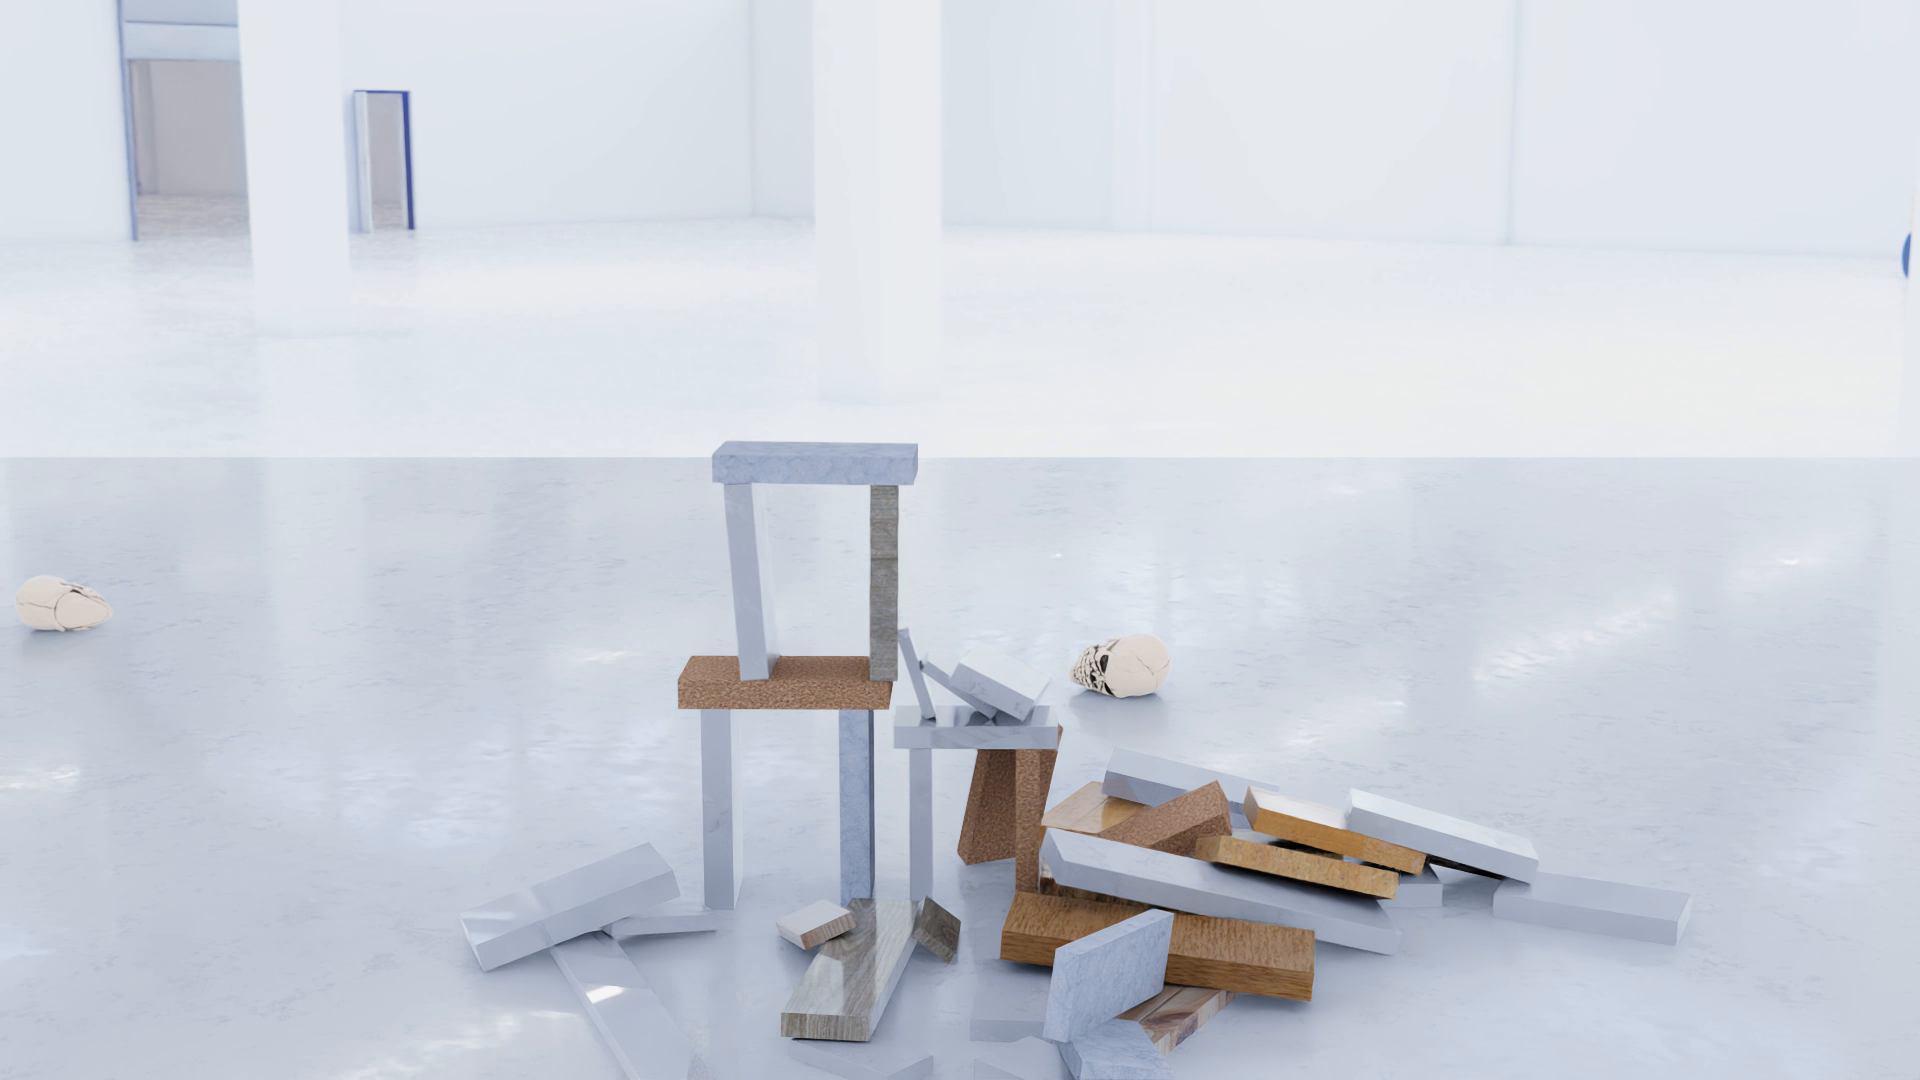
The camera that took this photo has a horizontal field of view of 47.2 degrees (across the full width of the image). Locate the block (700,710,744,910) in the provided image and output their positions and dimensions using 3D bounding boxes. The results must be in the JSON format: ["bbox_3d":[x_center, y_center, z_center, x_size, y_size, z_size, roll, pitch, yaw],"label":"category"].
[{"bbox_3d":[-0.393,0.423,3.643,0.048,0.338,0.169,0,11,0],"label":"block"}]

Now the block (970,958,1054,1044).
[{"bbox_3d":[0.081,0.664,3.179,0.115,0.033,0.230,1,11,5],"label":"block"}]

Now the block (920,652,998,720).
[{"bbox_3d":[-0.002,0.239,3.622,0.141,0.020,0.071,35,8,-8],"label":"block"}]

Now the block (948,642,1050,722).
[{"bbox_3d":[0.069,0.233,3.654,0.135,0.038,0.271,27,8,5],"label":"block"}]

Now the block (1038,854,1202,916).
[{"bbox_3d":[0.274,0.550,3.514,0.292,0.041,0.146,6,11,3],"label":"block"}]

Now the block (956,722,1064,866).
[{"bbox_3d":[0.085,0.432,3.789,0.135,0.271,0.038,-5,33,-27],"label":"block"}]

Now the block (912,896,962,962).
[{"bbox_3d":[-0.036,0.605,3.425,0.071,0.020,0.141,37,10,-4],"label":"block"}]

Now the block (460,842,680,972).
[{"bbox_3d":[-0.610,0.569,3.434,0.317,0.045,0.158,-19,15,-18],"label":"block"}]

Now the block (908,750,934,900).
[{"bbox_3d":[-0.063,0.458,3.650,0.038,0.266,0.133,0,11,0],"label":"block"}]

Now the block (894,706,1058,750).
[{"bbox_3d":[0.026,0.308,3.624,0.266,0.038,0.133,0,11,0],"label":"block"}]

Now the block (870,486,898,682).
[{"bbox_3d":[-0.123,0.055,3.563,0.045,0.317,0.158,0,11,-2],"label":"block"}]

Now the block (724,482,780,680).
[{"bbox_3d":[-0.337,0.054,3.566,0.045,0.317,0.158,-4,10,2],"label":"block"}]

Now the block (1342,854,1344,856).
[{"bbox_3d":[0.533,0.543,3.827,0.244,0.035,0.122,-5,12,-24],"label":"block"}]

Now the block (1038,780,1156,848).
[{"bbox_3d":[0.253,0.506,4.008,0.146,0.041,0.292,5,12,25],"label":"block"}]

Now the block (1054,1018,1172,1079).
[{"bbox_3d":[0.194,0.665,2.854,0.115,0.033,0.230,8,2,-7],"label":"block"}]

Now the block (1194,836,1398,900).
[{"bbox_3d":[0.533,0.523,3.505,0.292,0.041,0.146,13,-11,-7],"label":"block"}]

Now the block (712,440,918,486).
[{"bbox_3d":[-0.229,-0.124,3.533,0.317,0.045,0.158,1,11,2],"label":"block"}]

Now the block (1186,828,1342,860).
[{"bbox_3d":[0.479,0.526,3.679,0.287,0.041,0.144,-2,11,-8],"label":"block"}]

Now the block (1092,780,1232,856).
[{"bbox_3d":[0.309,0.501,3.657,0.287,0.041,0.144,-25,13,10],"label":"block"}]

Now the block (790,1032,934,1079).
[{"bbox_3d":[-0.134,0.702,2.993,0.182,0.026,0.091,9,14,40],"label":"block"}]

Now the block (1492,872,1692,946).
[{"bbox_3d":[1.021,0.591,3.553,0.286,0.041,0.143,5,12,26],"label":"block"}]

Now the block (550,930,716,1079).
[{"bbox_3d":[-0.391,0.712,2.942,0.091,0.026,1.049,-4,11,-22],"label":"block"}]

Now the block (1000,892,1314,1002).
[{"bbox_3d":[0.296,0.601,3.265,0.453,0.045,0.158,6,13,8],"label":"block"}]

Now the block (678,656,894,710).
[{"bbox_3d":[-0.282,0.233,3.607,0.338,0.048,0.169,0,11,1],"label":"block"}]

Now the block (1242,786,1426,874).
[{"bbox_3d":[0.624,0.484,3.678,0.287,0.041,0.144,15,8,-2],"label":"block"}]

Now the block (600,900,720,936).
[{"bbox_3d":[-0.482,0.597,3.478,0.182,0.026,0.091,3,4,-31],"label":"block"}]

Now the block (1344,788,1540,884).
[{"bbox_3d":[0.797,0.490,3.660,0.310,0.041,0.143,16,8,7],"label":"block"}]

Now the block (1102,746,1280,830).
[{"bbox_3d":[0.428,0.462,4.065,0.317,0.045,0.158,13,12,7],"label":"block"}]

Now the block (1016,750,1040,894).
[{"bbox_3d":[0.112,0.457,3.654,0.038,0.266,0.133,0,11,2],"label":"block"}]

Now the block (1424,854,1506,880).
[{"bbox_3d":[0.865,0.542,3.742,0.172,0.024,0.086,14,9,-6],"label":"block"}]

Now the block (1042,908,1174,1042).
[{"bbox_3d":[0.207,0.587,2.993,0.033,0.115,0.399,9,2,23],"label":"block"}]

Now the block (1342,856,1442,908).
[{"bbox_3d":[0.646,0.570,3.668,0.286,0.041,0.143,0,11,0],"label":"block"}]

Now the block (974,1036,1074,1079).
[{"bbox_3d":[0.130,0.699,2.837,0.106,0.030,0.211,-10,15,-43],"label":"block"}]

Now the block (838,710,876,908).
[{"bbox_3d":[-0.170,0.423,3.641,0.048,0.338,0.169,0,11,1],"label":"block"}]

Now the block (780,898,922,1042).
[{"bbox_3d":[-0.149,0.630,3.274,0.122,0.035,0.548,1,7,7],"label":"block"}]

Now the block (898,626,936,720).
[{"bbox_3d":[-0.071,0.219,3.618,0.020,0.141,0.071,-18,11,1],"label":"block"}]

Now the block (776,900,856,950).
[{"bbox_3d":[-0.225,0.595,3.408,0.086,0.024,0.172,-22,4,-17],"label":"block"}]

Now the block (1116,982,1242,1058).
[{"bbox_3d":[0.230,0.692,3.039,0.106,0.030,0.970,6,12,30],"label":"block"}]

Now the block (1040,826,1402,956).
[{"bbox_3d":[0.403,0.543,3.396,0.553,0.038,0.135,14,12,-11],"label":"block"}]
